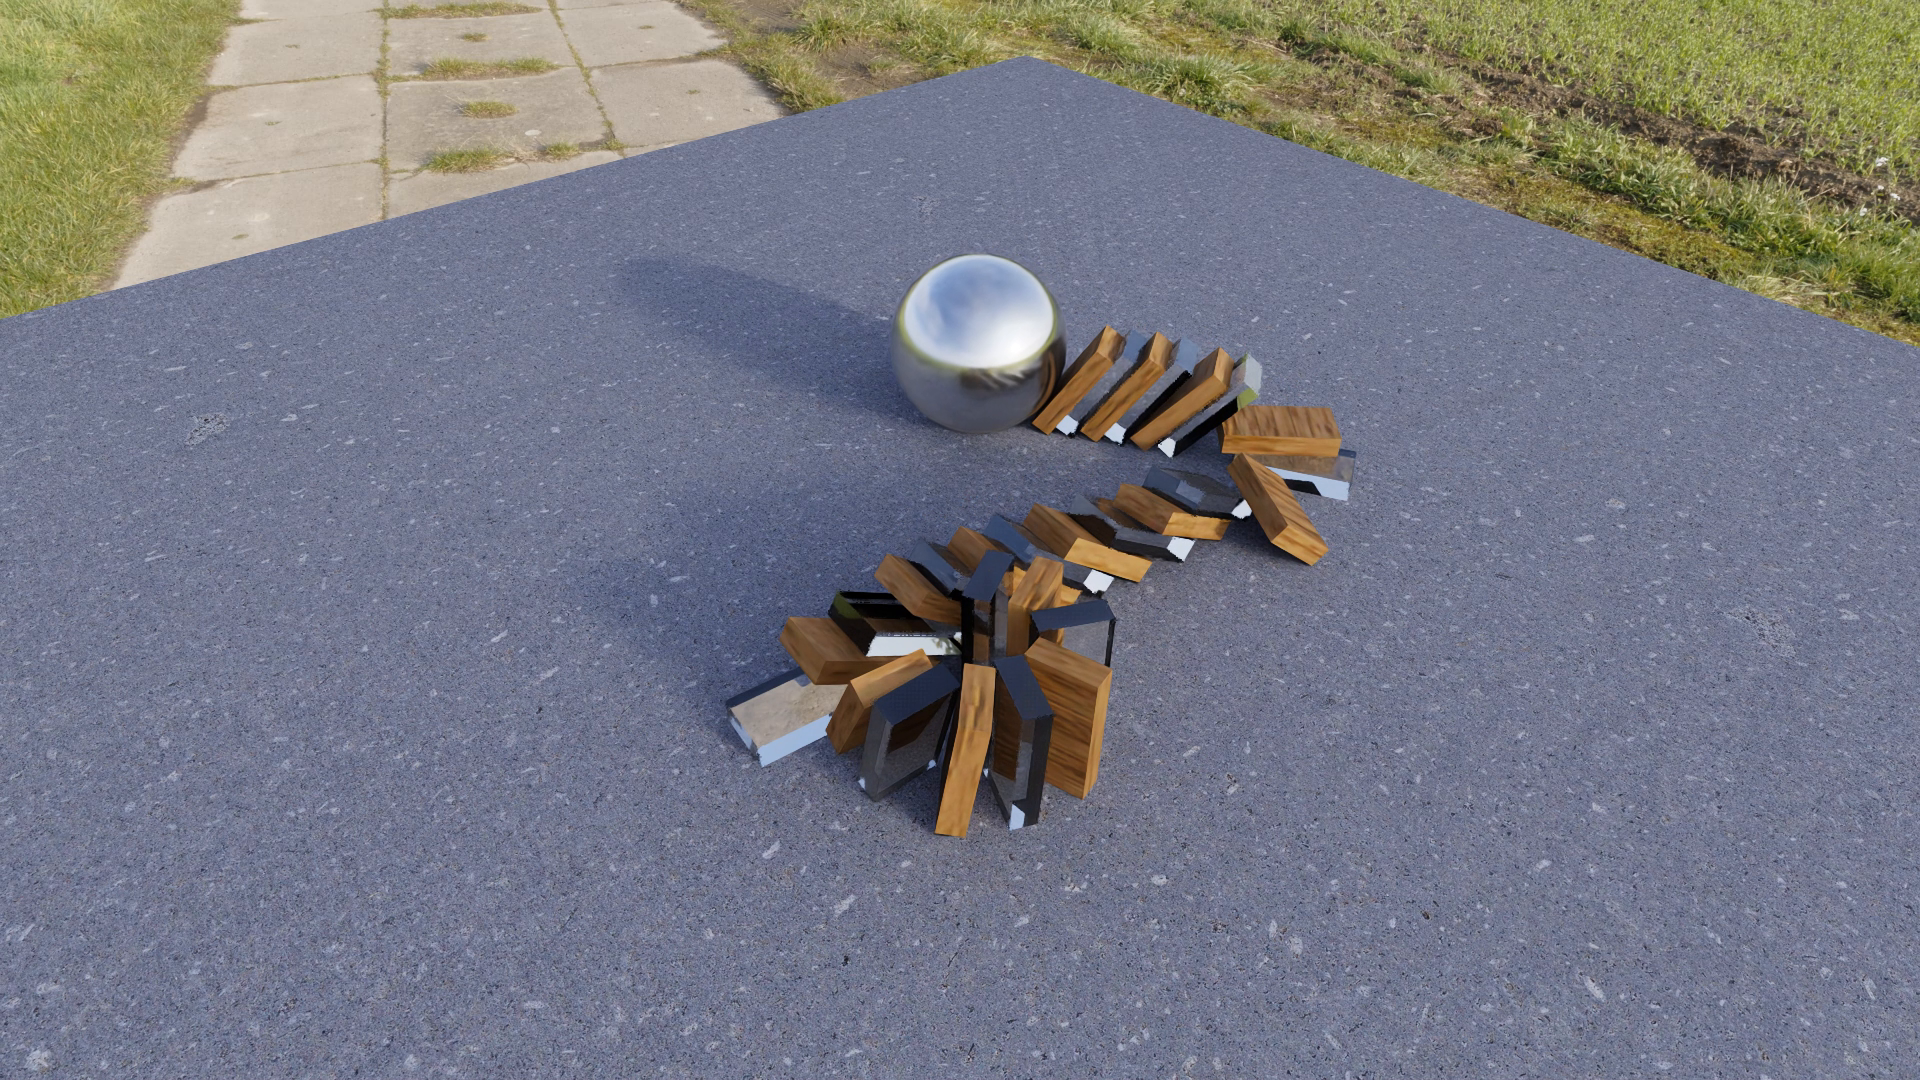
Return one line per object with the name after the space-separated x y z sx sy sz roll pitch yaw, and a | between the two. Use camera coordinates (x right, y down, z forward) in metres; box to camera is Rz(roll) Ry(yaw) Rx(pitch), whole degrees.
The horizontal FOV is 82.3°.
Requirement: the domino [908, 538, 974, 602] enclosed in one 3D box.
0.006 0.015 0.399 0.050 0.009 0.025 19 17 -49 | domino

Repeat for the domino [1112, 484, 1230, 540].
0.085 -0.011 0.437 0.025 0.010 0.050 34 19 35 | domino

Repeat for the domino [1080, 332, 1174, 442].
0.075 -0.069 0.498 0.010 0.050 0.025 35 41 -9 | domino

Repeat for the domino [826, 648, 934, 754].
-0.026 0.052 0.349 0.025 0.050 0.009 -22 72 -25 | domino

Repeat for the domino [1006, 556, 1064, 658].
0.025 0.033 0.371 0.009 0.050 0.025 16 42 18 | domino

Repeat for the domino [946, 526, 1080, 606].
0.021 0.011 0.406 0.050 0.009 0.025 20 17 -47 | domino

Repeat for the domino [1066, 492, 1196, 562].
0.067 -0.005 0.429 0.050 0.009 0.025 9 25 -45 | domino

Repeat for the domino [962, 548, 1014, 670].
0.009 0.031 0.374 0.009 0.050 0.025 13 41 16 | domino

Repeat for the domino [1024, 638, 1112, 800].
0.032 0.056 0.343 0.025 0.050 0.009 23 42 25 | domino

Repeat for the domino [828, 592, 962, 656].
-0.019 0.030 0.389 0.050 0.010 0.025 5 27 -45 | domino

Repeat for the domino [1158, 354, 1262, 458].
0.111 -0.059 0.488 0.009 0.050 0.025 40 40 -14 | domino

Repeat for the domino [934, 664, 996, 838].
0.001 0.064 0.333 0.009 0.050 0.025 9 39 -2 | domino

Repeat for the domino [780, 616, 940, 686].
-0.034 0.038 0.377 0.050 0.009 0.025 6 27 -44 | domino

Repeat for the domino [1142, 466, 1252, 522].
0.097 -0.019 0.445 0.025 0.009 0.050 34 18 34 | domino

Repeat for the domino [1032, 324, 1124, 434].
0.054 -0.073 0.503 0.010 0.050 0.025 35 41 -9 | domino

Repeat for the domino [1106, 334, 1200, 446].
0.086 -0.067 0.495 0.010 0.050 0.025 35 41 -9 | domino

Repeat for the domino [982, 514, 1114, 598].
0.033 0.006 0.412 0.050 0.010 0.025 20 16 -47 | domino

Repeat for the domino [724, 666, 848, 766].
-0.051 0.055 0.376 0.050 0.010 0.025 -24 45 -26 | domino

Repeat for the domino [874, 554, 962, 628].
-0.005 0.020 0.395 0.050 0.010 0.025 19 17 -49 | domino

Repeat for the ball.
0.008 -0.088 0.495 0.080 0.080 0.080 0 39 0 | ball

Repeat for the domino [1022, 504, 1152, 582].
0.049 0.001 0.419 0.050 0.009 0.025 16 20 -47 | domino

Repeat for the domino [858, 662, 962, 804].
-0.016 0.060 0.338 0.025 0.050 0.010 -27 61 -29 | domino

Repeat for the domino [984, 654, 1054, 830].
0.017 0.062 0.335 0.009 0.050 0.025 -9 40 -16 | domino

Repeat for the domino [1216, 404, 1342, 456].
0.140 -0.049 0.488 0.050 0.009 0.025 2 39 3 | domino

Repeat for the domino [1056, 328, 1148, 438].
0.064 -0.071 0.500 0.009 0.050 0.025 35 41 -9 | domino

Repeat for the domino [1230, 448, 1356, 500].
0.147 -0.033 0.484 0.050 0.010 0.025 13 41 16 | domino

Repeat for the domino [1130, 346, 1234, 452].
0.099 -0.063 0.492 0.009 0.050 0.025 40 40 -14 | domino

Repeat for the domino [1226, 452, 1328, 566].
0.129 -0.013 0.449 0.025 0.009 0.050 26 30 -29 | domino

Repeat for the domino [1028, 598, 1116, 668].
0.035 0.043 0.359 0.025 0.050 0.009 -9 40 -11 | domino
